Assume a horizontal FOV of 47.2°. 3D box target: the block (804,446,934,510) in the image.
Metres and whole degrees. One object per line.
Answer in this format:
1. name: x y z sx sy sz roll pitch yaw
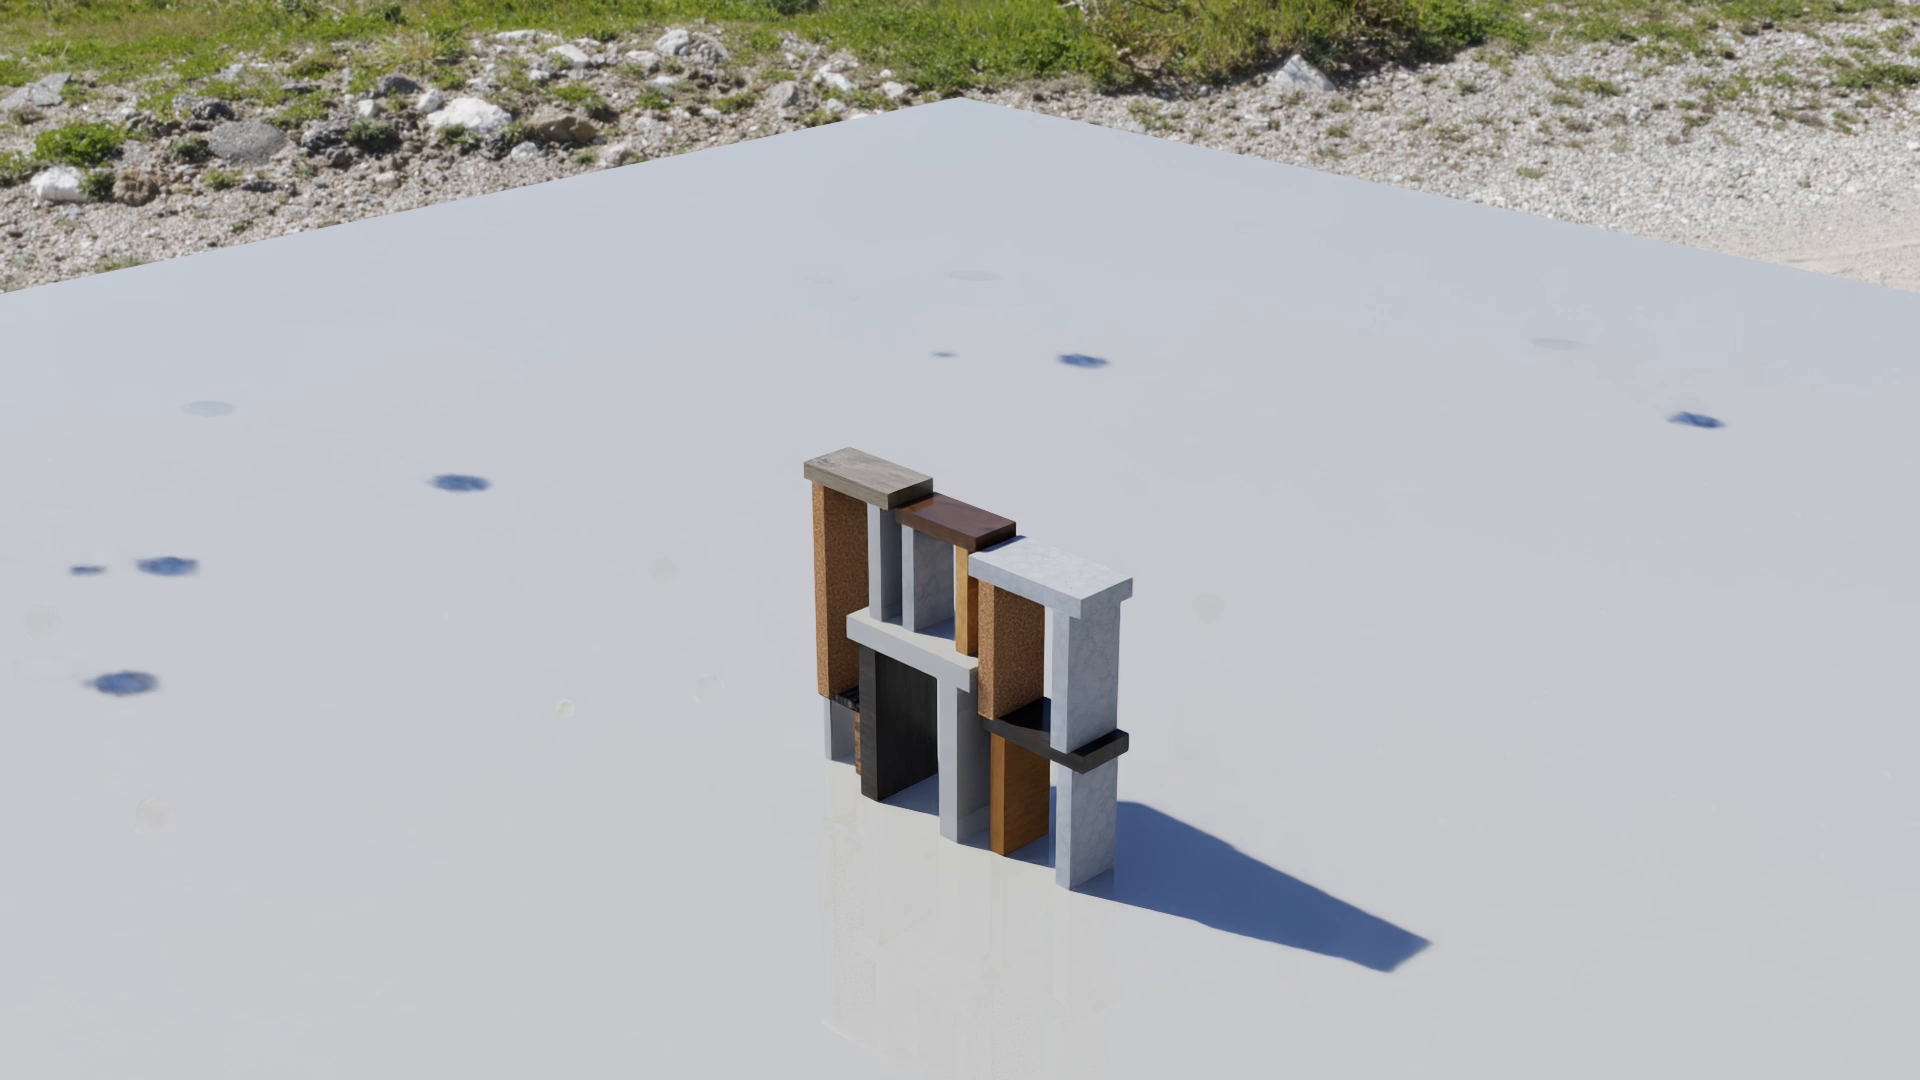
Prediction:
1. block: -0.183 -0.124 4.368 0.246 0.035 0.123 21 31 41

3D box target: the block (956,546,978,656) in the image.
1. block: 0.042 0.101 4.228 0.031 0.221 0.111 21 31 41

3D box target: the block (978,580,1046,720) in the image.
1. block: 0.099 0.189 4.191 0.040 0.283 0.141 21 31 41

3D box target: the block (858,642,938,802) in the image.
1. block: -0.125 0.347 4.501 0.049 0.346 0.173 21 31 41

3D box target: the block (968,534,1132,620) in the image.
1. block: 0.166 0.066 4.067 0.283 0.040 0.141 21 31 40

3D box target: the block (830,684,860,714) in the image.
1. block: -0.220 0.324 4.597 0.146 0.021 0.073 21 31 41

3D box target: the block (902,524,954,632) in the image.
1. block: -0.062 0.061 4.324 0.031 0.221 0.111 21 31 41

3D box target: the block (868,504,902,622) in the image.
1. block: -0.125 0.028 4.370 0.035 0.246 0.123 21 31 41

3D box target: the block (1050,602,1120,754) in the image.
1. block: 0.232 0.241 4.068 0.040 0.283 0.141 21 31 41

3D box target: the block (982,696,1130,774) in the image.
1. block: 0.180 0.363 4.189 0.261 0.037 0.131 21 31 40

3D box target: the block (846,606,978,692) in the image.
1. block: -0.044 0.197 4.349 0.346 0.049 0.173 21 31 41

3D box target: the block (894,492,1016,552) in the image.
1. block: -0.010 -0.035 4.227 0.221 0.031 0.111 21 31 41

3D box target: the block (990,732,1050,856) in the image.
1. block: 0.118 0.476 4.304 0.037 0.261 0.130 21 31 41

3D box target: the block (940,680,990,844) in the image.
1. block: 0.038 0.410 4.351 0.049 0.346 0.173 21 31 41

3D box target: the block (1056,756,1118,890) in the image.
1. block: 0.241 0.525 4.190 0.037 0.261 0.131 21 31 41

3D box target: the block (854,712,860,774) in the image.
1. block: -0.185 0.414 4.598 0.021 0.146 0.073 21 31 41

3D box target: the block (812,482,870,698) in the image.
1. block: -0.241 0.088 4.521 0.035 0.474 0.123 21 31 41

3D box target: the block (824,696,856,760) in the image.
1. block: -0.254 0.387 4.661 0.021 0.146 0.073 21 31 41
